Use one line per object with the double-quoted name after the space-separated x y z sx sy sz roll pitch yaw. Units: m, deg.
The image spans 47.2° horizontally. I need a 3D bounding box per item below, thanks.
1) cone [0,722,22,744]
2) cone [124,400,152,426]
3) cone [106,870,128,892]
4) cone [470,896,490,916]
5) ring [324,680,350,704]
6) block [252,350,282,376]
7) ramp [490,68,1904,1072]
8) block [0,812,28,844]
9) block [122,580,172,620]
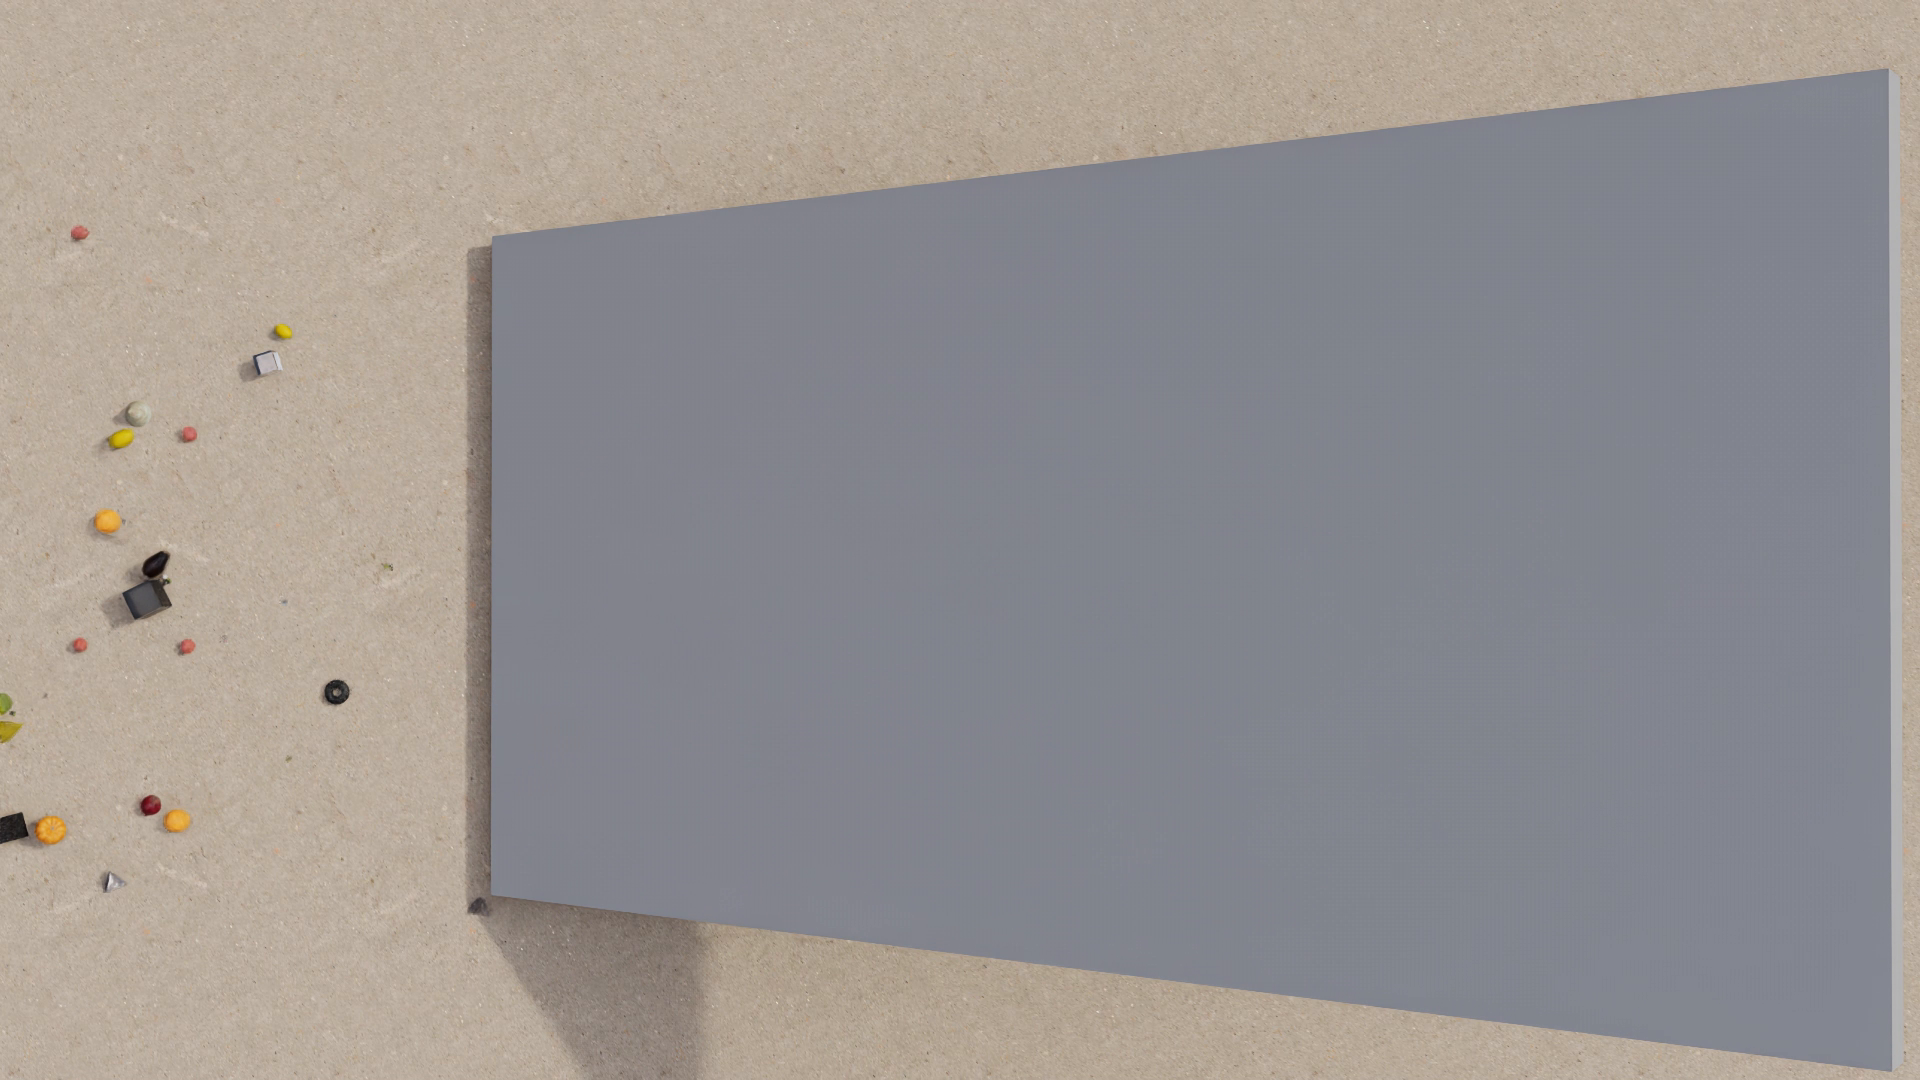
-2.907 0.575 6.737 0.077 0.077 0.077 -21 90 -27 "cone"
-2.527 -0.389 6.721 0.082 0.082 0.082 0 90 0 "cone"
-2.579 1.049 6.736 0.064 0.064 0.064 11 90 -26 "cone"
-1.460 1.133 6.737 0.057 0.057 0.057 -41 116 0 "cone"
-1.910 0.466 6.742 0.077 0.026 0.077 0 89 -1 "ring"
-2.119 -0.541 6.733 0.061 0.061 0.061 -18 90 0 "block"
0.245 0.068 5.570 4.000 0.100 2.000 0 89 35 "ramp"
-2.906 0.881 6.714 0.076 0.076 0.076 -15 90 0 "block"
-2.480 0.182 6.712 0.091 0.091 0.091 -26 90 0 "block"
